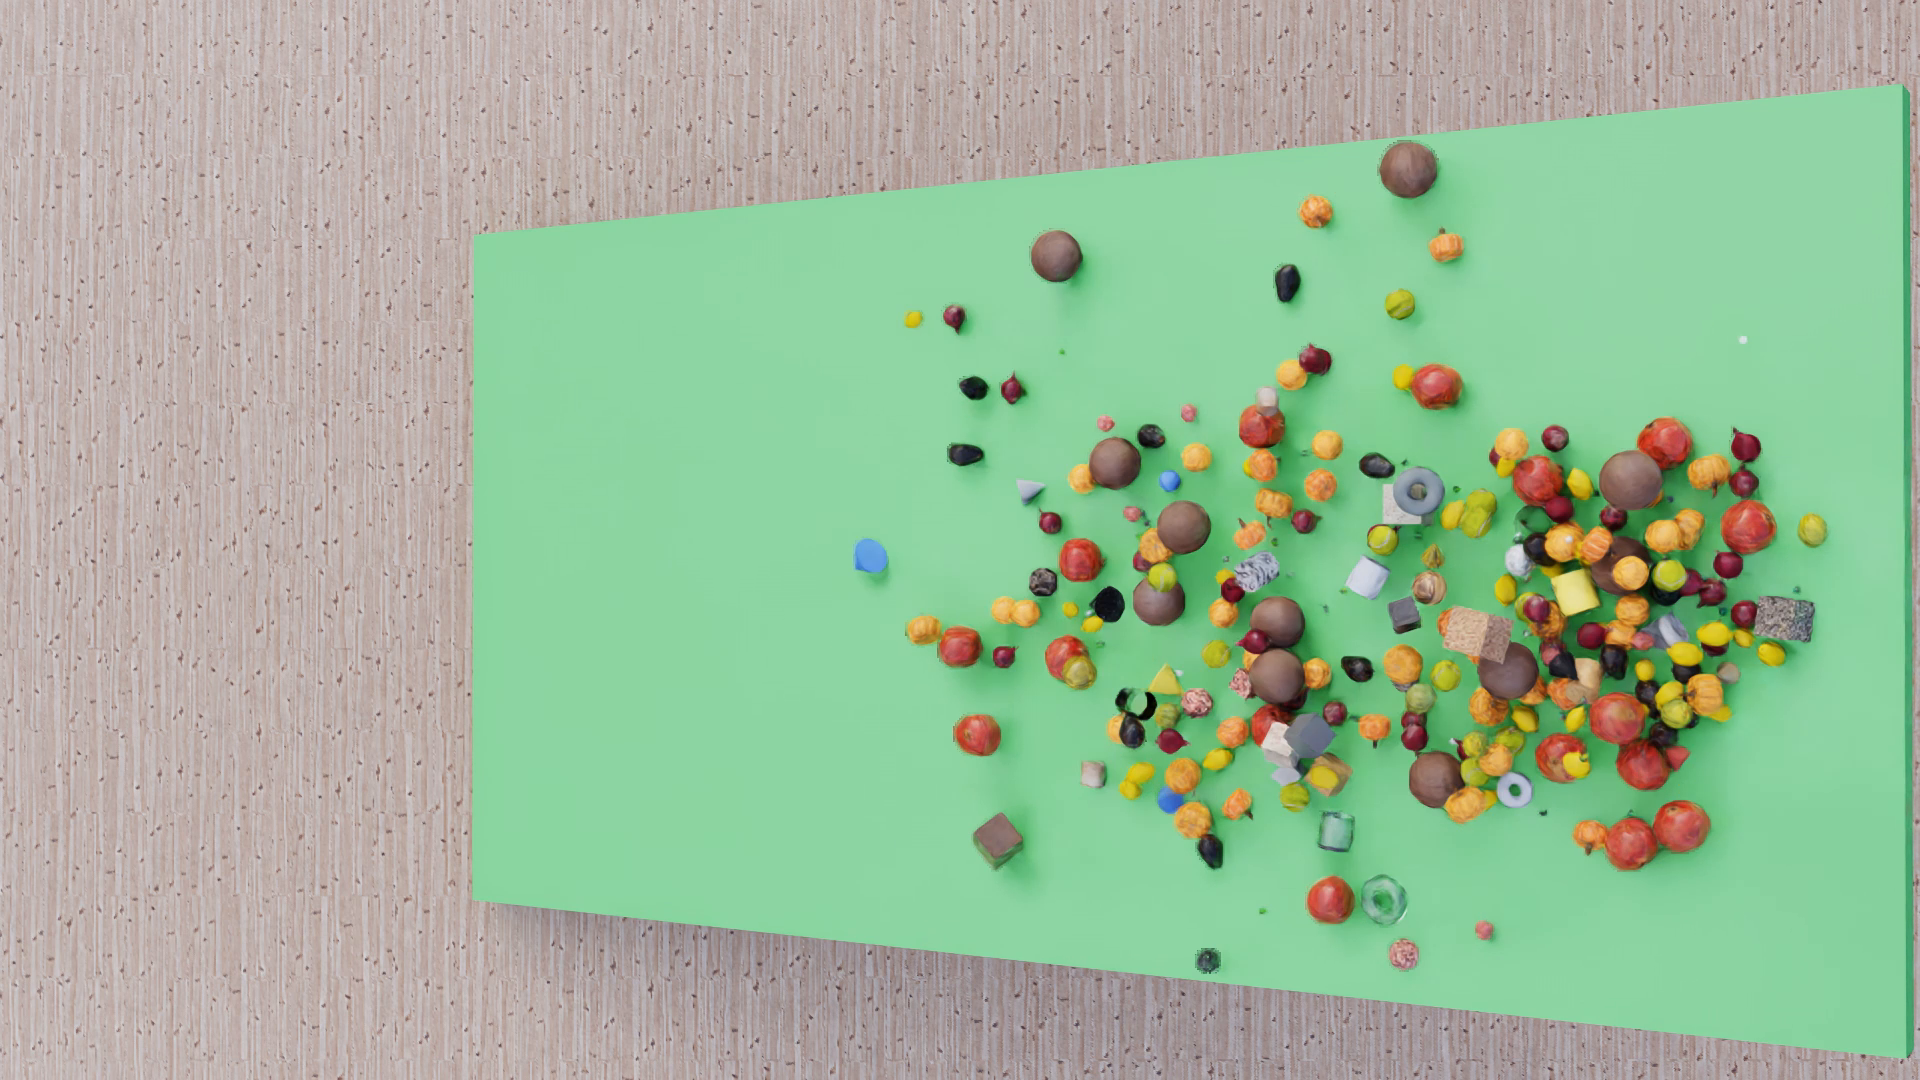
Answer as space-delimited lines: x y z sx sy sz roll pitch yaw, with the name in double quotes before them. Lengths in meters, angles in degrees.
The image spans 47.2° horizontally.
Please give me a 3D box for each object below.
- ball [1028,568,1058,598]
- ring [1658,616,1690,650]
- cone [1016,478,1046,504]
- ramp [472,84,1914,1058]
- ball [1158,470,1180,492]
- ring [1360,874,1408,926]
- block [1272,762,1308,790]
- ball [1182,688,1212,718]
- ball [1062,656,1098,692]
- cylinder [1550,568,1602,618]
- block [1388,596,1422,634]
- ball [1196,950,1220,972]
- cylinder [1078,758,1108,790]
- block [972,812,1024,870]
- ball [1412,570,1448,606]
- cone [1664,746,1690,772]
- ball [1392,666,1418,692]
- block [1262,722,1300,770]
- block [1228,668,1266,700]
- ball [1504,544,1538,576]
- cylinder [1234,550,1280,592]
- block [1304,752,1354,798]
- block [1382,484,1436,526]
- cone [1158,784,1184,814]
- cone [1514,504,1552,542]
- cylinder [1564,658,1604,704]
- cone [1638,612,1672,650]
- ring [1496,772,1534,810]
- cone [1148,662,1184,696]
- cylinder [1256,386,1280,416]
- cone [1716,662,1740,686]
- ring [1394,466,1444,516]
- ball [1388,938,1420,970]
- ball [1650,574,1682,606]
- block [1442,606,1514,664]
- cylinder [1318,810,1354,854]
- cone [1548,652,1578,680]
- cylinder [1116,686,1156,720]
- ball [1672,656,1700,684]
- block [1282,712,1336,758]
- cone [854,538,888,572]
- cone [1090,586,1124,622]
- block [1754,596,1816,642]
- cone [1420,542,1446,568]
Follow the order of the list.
"ball" 0.209 0.107 5.535 0.075 0.075 0.075 0 89 0
"ring" 1.525 0.198 4.698 0.028 0.083 0.083 -38 89 38
"cone" 0.187 -0.132 5.576 0.074 0.074 0.074 -15 89 4
"ramp" 0.262 0.072 5.606 4.000 0.100 2.000 0 89 32
"ball" 0.511 -0.144 5.364 0.053 0.053 0.053 0 89 0
"ring" 0.977 0.830 5.070 0.119 0.040 0.119 6 100 40
"block" 0.776 0.548 5.185 0.054 0.054 0.054 41 113 11
"ball" 0.572 0.393 5.308 0.075 0.075 0.075 0 89 0
"ball" 0.287 0.320 5.276 0.085 0.085 0.085 0 89 0
"cylinder" 1.345 0.115 4.803 0.087 0.087 0.087 -17 81 0
"block" 0.989 0.168 4.893 0.059 0.059 0.059 -18 69 6
"ball" 0.599 1.015 5.298 0.055 0.055 0.055 0 89 0
"cylinder" 0.330 0.581 5.463 0.060 0.060 0.060 16 71 0
"block" 0.096 0.761 5.564 0.091 0.091 0.091 -35 70 -14
"ball" 1.053 0.108 4.931 0.079 0.079 0.079 0 89 0
"cone" 1.543 0.480 4.737 0.054 0.054 0.054 -5 118 0
"ball" 1.020 0.319 5.040 0.061 0.061 0.061 0 89 0
"block" 0.744 0.473 5.047 0.071 0.071 0.071 19 64 29
"block" 0.685 0.341 5.251 0.054 0.054 0.054 36 107 27
"ball" 1.240 0.046 4.860 0.072 0.072 0.072 0 89 0
"cylinder" 0.700 0.074 5.180 0.075 0.075 0.075 -29 89 -28
"block" 0.861 0.547 5.131 0.072 0.072 0.072 37 108 27
"block" 1.026 -0.080 5.022 0.091 0.091 0.091 2 91 32
"cone" 0.497 0.635 5.355 0.071 0.071 0.071 0 89 32
"cone" 1.258 -0.038 4.882 0.085 0.085 0.085 0 89 32
"cylinder" 1.358 0.307 4.780 0.072 0.072 0.072 25 56 0
"cone" 1.520 0.184 4.748 0.079 0.079 0.079 34 79 0
"ring" 1.242 0.560 4.920 0.084 0.028 0.084 0 90 31
"cone" 0.517 0.358 5.364 0.085 0.085 0.085 34 90 -1
"cylinder" 0.714 -0.322 5.102 0.051 0.051 0.051 0 65 0
"cone" 1.619 0.288 4.663 0.051 0.051 0.051 10 105 41
"ring" 1.029 -0.109 4.934 0.113 0.038 0.113 3 107 11
"ball" 1.015 0.948 5.032 0.070 0.070 0.070 0 89 0
"ball" 1.518 0.108 4.730 0.067 0.067 0.067 0 89 0
"block" 1.110 0.202 4.709 0.095 0.095 0.095 14 91 -43
"cylinder" 0.875 0.679 5.116 0.078 0.078 0.078 4 100 0
"cone" 1.317 0.286 4.748 0.065 0.065 0.065 -12 125 -18
"cylinder" 0.431 0.400 5.381 0.073 0.073 0.073 -4 99 -27
"ball" 1.556 0.280 4.710 0.059 0.059 0.059 0 89 0
"block" 0.786 0.440 4.946 0.071 0.071 0.071 49 66 -11
"cone" -0.259 0.060 5.838 0.096 0.096 0.096 16 58 -27
"cone" 0.347 0.160 5.470 0.090 0.090 0.090 0 90 -32
"block" 1.719 0.164 4.584 0.082 0.082 0.082 4 94 -39
"cone" 1.067 0.024 4.951 0.057 0.057 0.057 -4 47 4
